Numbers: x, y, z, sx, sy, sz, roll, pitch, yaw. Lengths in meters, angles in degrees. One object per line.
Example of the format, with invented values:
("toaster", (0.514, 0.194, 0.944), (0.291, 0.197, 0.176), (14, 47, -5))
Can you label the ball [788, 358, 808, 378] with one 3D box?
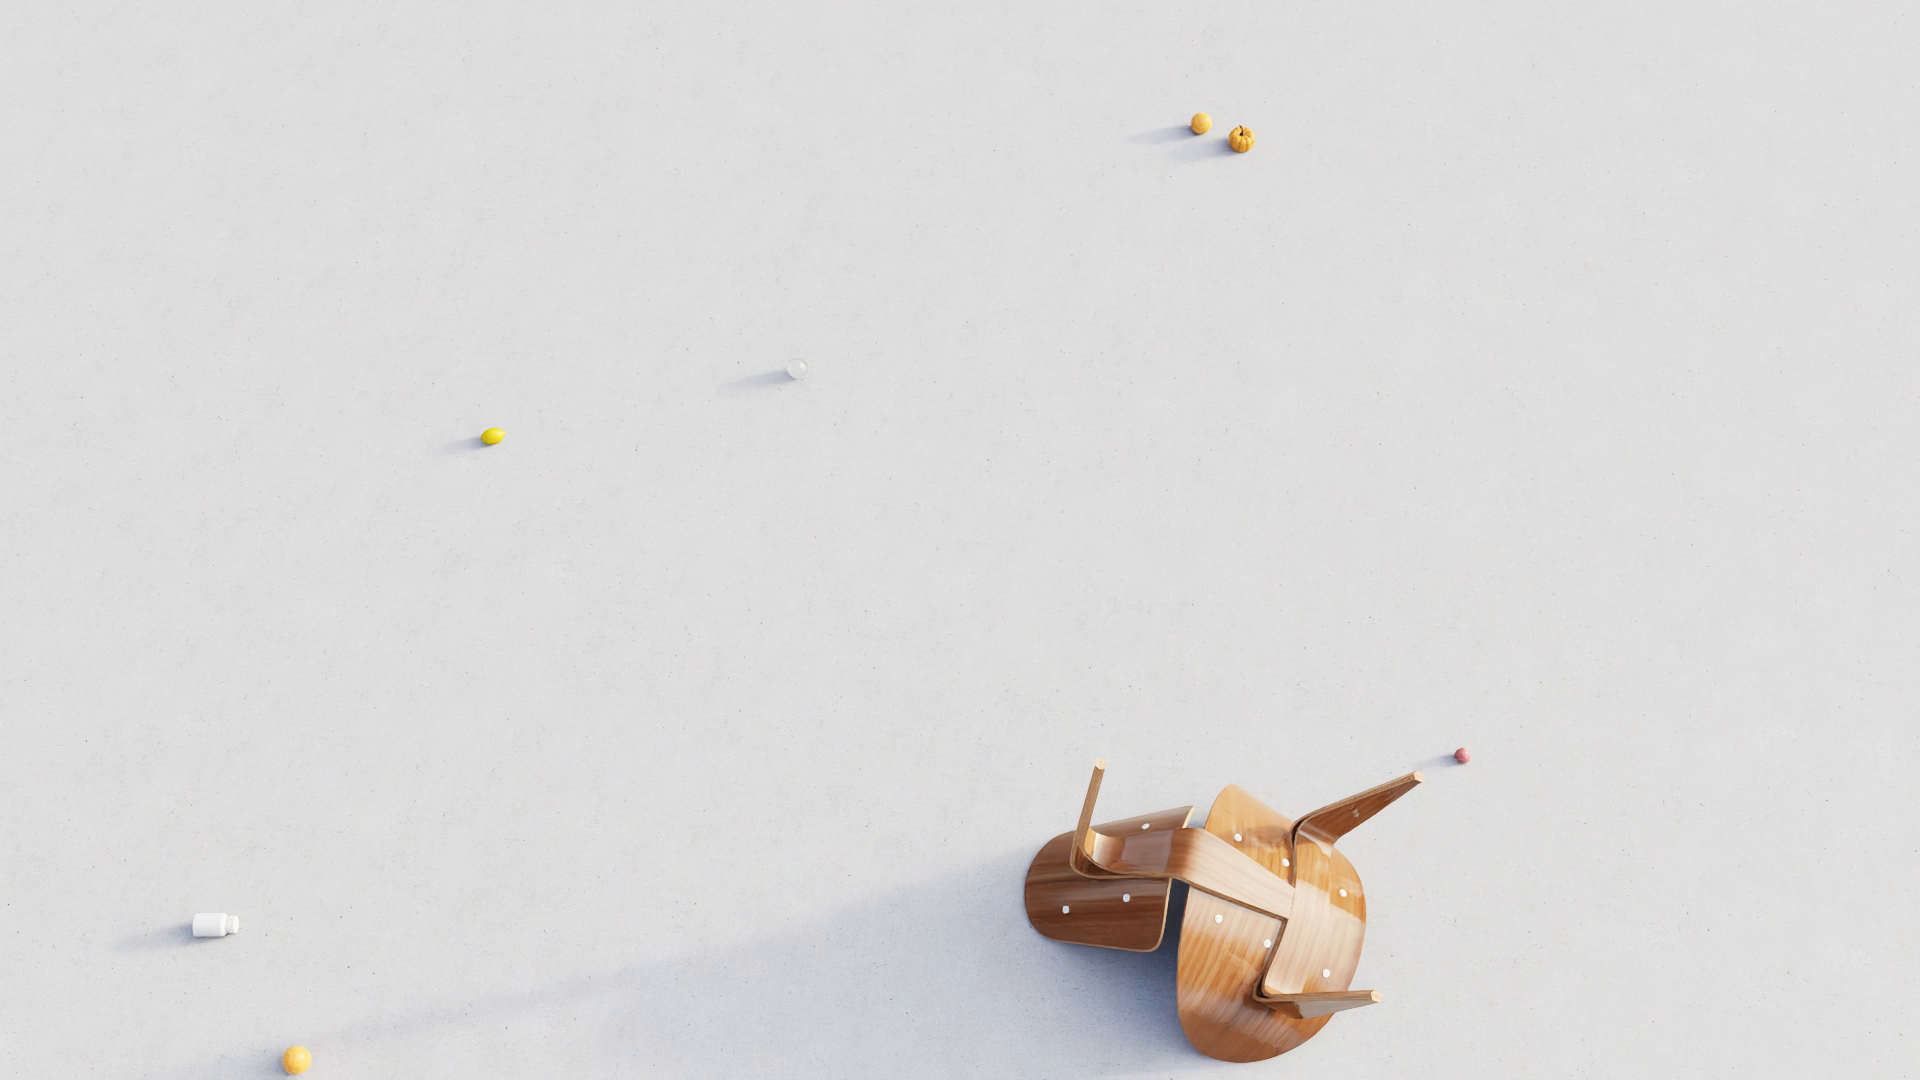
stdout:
("ball", (-0.509, -0.538, 6.897), (0.064, 0.064, 0.064), (0, 56, 0))

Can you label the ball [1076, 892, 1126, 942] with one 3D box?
("ball", (0.374, 0.998, 5.826), (0.131, 0.131, 0.131), (0, 56, 0))
